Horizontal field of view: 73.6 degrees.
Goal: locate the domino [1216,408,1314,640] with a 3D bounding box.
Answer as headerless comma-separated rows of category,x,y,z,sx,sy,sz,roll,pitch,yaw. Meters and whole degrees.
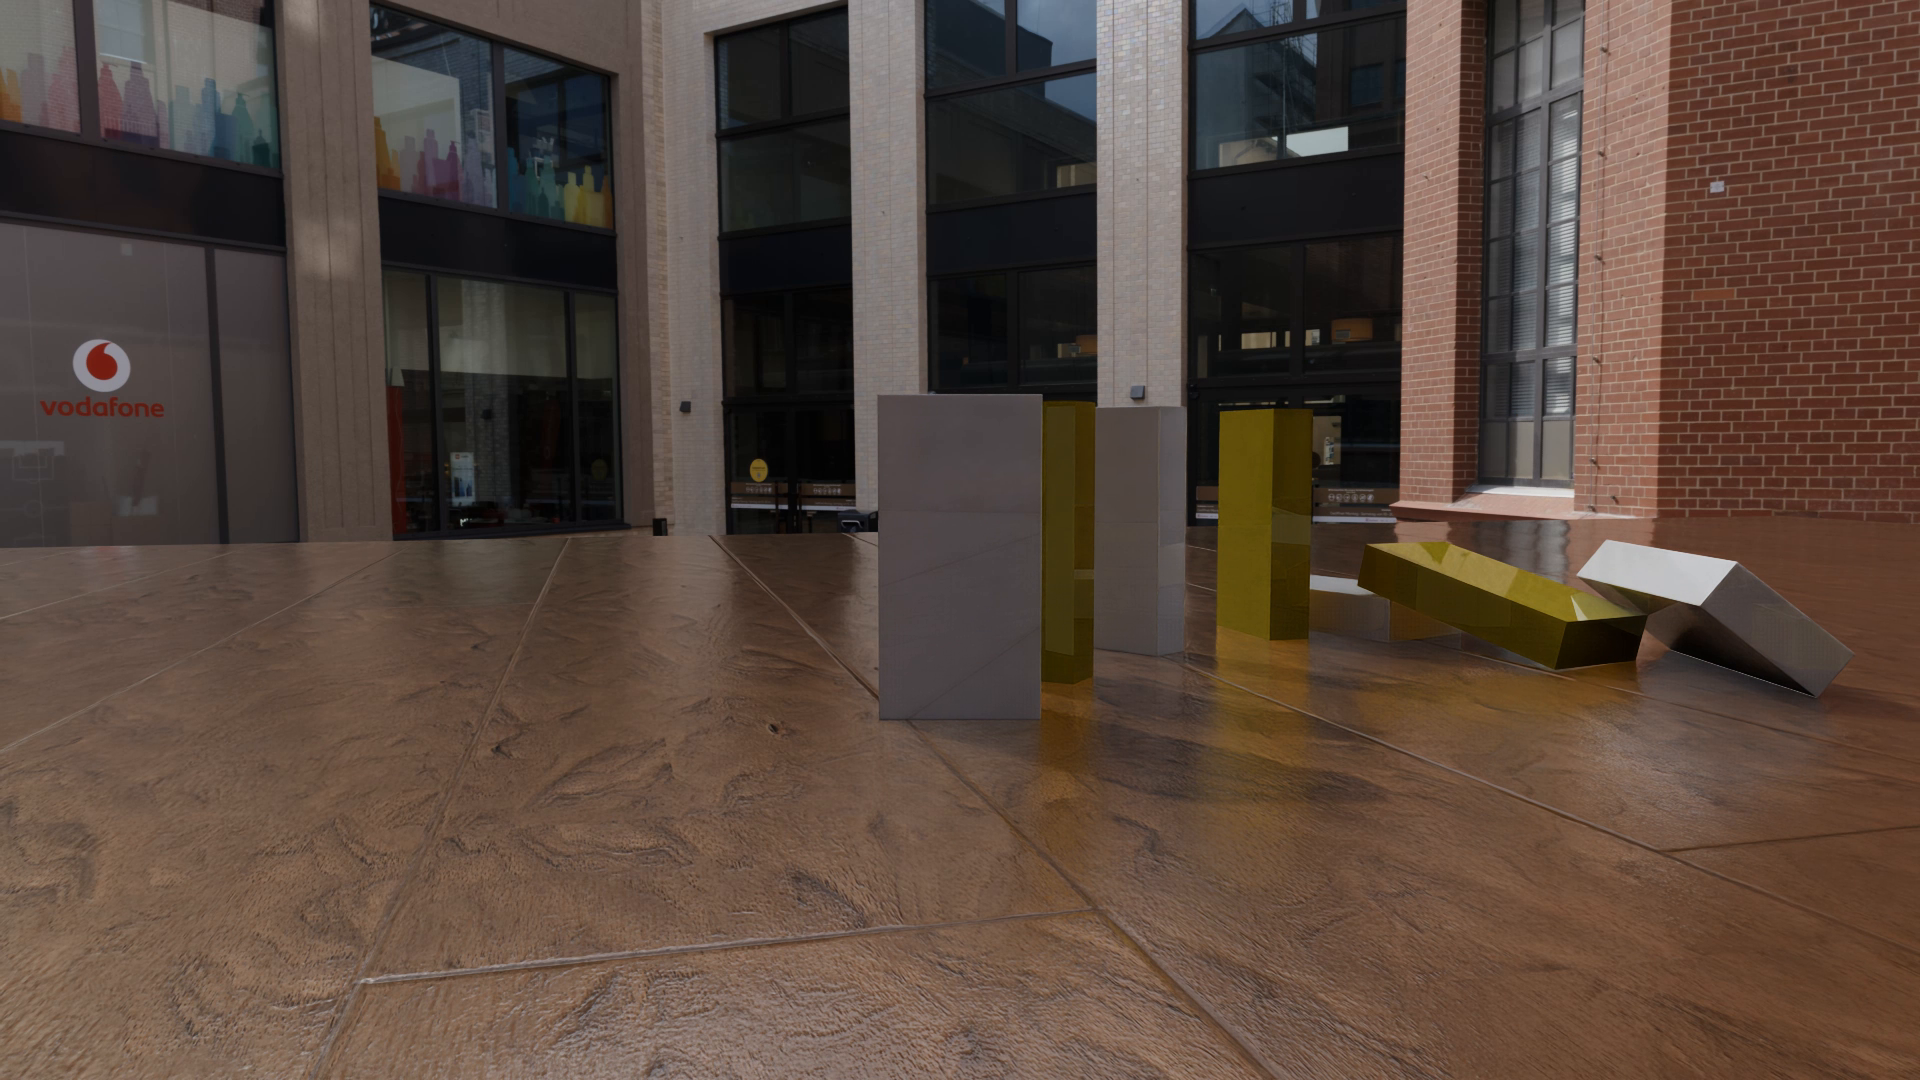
domino,0.068,-0.004,0.289,0.010,0.050,0.025,-1,4,-15

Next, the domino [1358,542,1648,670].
domino,0.111,0.012,0.266,0.025,0.010,0.050,-1,17,-30

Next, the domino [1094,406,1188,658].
domino,0.034,-0.002,0.267,0.025,0.050,0.009,4,6,43

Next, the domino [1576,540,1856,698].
domino,0.138,0.013,0.239,0.025,0.009,0.050,38,6,0

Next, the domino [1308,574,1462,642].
domino,0.089,0.015,0.302,0.025,0.009,0.050,-3,5,-33

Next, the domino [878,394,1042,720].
domino,0.000,0.002,0.201,0.025,0.050,0.010,0,4,0

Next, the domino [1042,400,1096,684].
domino,0.011,0.000,0.235,0.025,0.050,0.010,2,5,27
